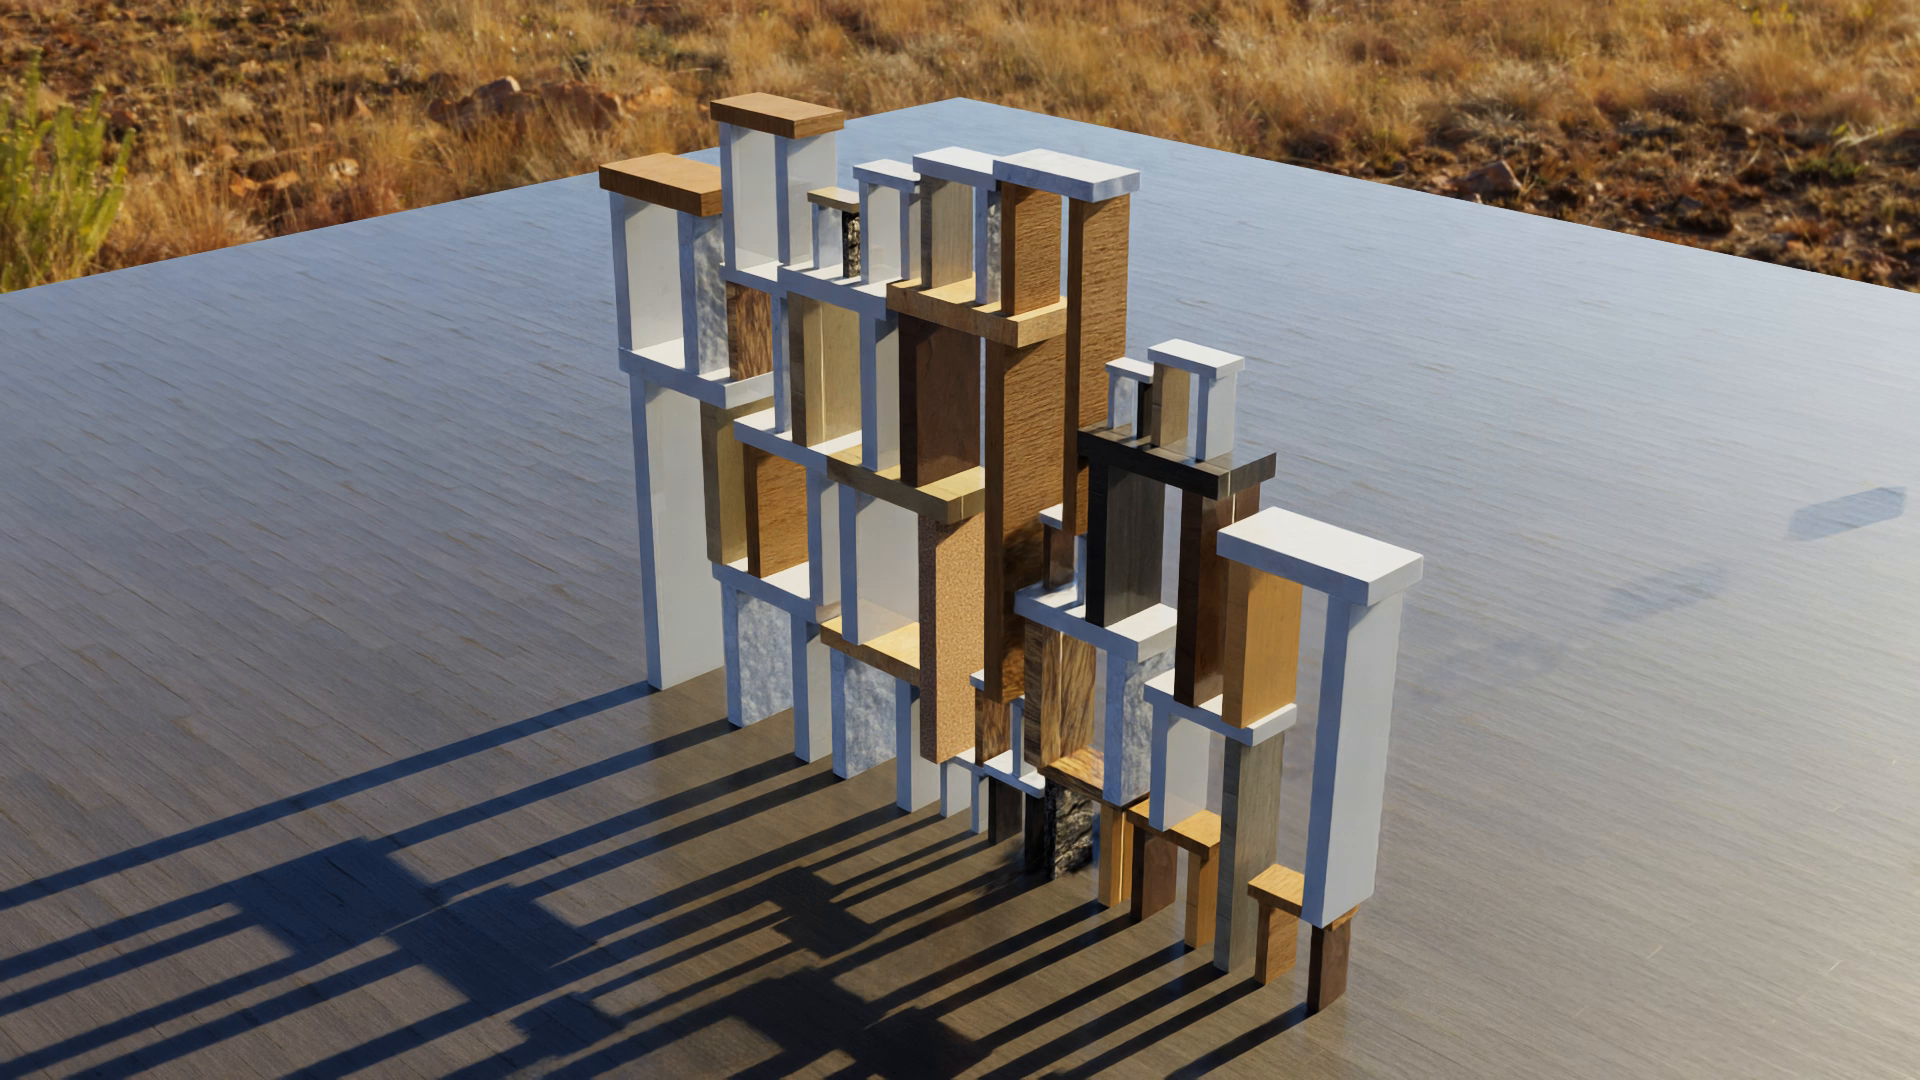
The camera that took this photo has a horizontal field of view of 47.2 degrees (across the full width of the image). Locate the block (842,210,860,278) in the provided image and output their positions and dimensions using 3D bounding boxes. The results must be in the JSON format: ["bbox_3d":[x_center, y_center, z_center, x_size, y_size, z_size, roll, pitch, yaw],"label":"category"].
[{"bbox_3d":[-0.194,-0.568,4.187,0.064,0.129,0.018,-21,31,-40],"label":"block"}]

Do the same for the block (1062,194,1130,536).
[{"bbox_3d":[0.236,-0.307,3.830,0.118,0.608,0.033,-21,31,-40],"label":"block"}]

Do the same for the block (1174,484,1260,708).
[{"bbox_3d":[0.441,0.081,3.780,0.044,0.395,0.156,21,31,41],"label":"block"}]

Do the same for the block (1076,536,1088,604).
[{"bbox_3d":[0.242,0.046,3.989,0.018,0.130,0.065,21,31,40],"label":"block"}]

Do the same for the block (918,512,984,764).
[{"bbox_3d":[-0.002,0.172,4.296,0.169,0.520,0.048,-21,31,-40],"label":"block"}]

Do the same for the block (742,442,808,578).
[{"bbox_3d":[-0.379,-0.080,4.597,0.042,0.293,0.147,21,31,41],"label":"block"}]

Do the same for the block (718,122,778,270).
[{"bbox_3d":[-0.415,-0.696,4.386,0.036,0.295,0.126,21,31,41],"label":"block"}]

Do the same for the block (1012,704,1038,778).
[{"bbox_3d":[0.136,0.376,4.243,0.022,0.152,0.076,21,31,41],"label":"block"}]

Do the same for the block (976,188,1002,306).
[{"bbox_3d":[0.074,-0.534,3.923,0.030,0.209,0.104,21,31,41],"label":"block"}]

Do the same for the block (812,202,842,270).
[{"bbox_3d":[-0.254,-0.592,4.243,0.064,0.129,0.018,-21,31,-40],"label":"block"}]

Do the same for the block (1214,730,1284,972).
[{"bbox_3d":[0.511,0.539,3.893,0.035,0.467,0.122,21,31,41],"label":"block"}]

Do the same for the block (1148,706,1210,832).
[{"bbox_3d":[0.396,0.391,3.956,0.122,0.244,0.035,-21,31,-41],"label":"block"}]

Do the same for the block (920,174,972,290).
[{"bbox_3d":[-0.024,-0.572,4.014,0.030,0.209,0.104,21,31,41],"label":"block"}]

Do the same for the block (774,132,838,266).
[{"bbox_3d":[-0.297,-0.670,4.269,0.126,0.251,0.036,-21,31,-41],"label":"block"}]

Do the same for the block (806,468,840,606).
[{"bbox_3d":[-0.240,-0.026,4.470,0.042,0.293,0.147,21,31,41],"label":"block"}]

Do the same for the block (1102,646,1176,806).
[{"bbox_3d":[0.329,0.321,4.001,0.042,0.300,0.150,21,31,41],"label":"block"}]

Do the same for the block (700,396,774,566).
[{"bbox_3d":[-0.457,-0.142,4.660,0.051,0.359,0.180,21,31,41],"label":"block"}]

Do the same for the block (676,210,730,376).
[{"bbox_3d":[-0.494,-0.526,4.540,0.048,0.339,0.170,21,31,41],"label":"block"}]

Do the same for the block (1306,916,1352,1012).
[{"bbox_3d":[0.643,0.726,3.827,0.025,0.174,0.087,19,30,38],"label":"block"}]

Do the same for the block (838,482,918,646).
[{"bbox_3d":[-0.161,0.026,4.408,0.048,0.338,0.169,21,31,41],"label":"block"}]

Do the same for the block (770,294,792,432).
[{"bbox_3d":[-0.327,-0.366,4.427,0.030,0.284,0.104,21,31,41],"label":"block"}]

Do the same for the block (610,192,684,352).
[{"bbox_3d":[-0.654,-0.588,4.687,0.048,0.339,0.170,21,31,41],"label":"block"}]

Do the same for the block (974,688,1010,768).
[{"bbox_3d":[0.064,0.356,4.313,0.022,0.170,0.076,21,31,41],"label":"block"}]

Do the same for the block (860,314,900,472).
[{"bbox_3d":[-0.119,-0.300,4.225,0.154,0.309,0.044,-21,31,-40],"label":"block"}]

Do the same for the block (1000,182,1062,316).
[{"bbox_3d":[0.125,-0.522,3.862,0.033,0.236,0.118,21,31,41],"label":"block"}]

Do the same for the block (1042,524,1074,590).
[{"bbox_3d":[0.182,0.022,4.045,0.065,0.130,0.018,-21,31,-41],"label":"block"}]

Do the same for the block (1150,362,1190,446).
[{"bbox_3d":[0.357,-0.238,3.728,0.021,0.147,0.073,21,31,41],"label":"block"}]

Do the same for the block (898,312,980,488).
[{"bbox_3d":[-0.037,-0.282,4.149,0.168,0.336,0.048,-21,31,-40],"label":"block"}]

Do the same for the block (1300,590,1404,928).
[{"bbox_3d":[0.650,0.351,3.650,0.043,0.605,0.151,22,31,40],"label":"block"}]

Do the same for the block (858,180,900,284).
[{"bbox_3d":[-0.151,-0.587,4.143,0.083,0.196,0.023,-21,31,-40],"label":"block"}]

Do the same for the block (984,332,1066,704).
[{"bbox_3d":[0.121,-0.047,4.077,0.048,0.713,0.168,21,31,41],"label":"block"}]

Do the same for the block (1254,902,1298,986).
[{"bbox_3d":[0.564,0.694,3.902,0.025,0.174,0.087,21,31,41],"label":"block"}]

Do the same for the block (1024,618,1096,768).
[{"bbox_3d":[0.189,0.265,4.131,0.150,0.300,0.042,-21,31,-41],"label":"block"}]

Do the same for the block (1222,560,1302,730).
[{"bbox_3d":[0.514,0.155,3.725,0.151,0.301,0.043,-21,31,-41],"label":"block"}]

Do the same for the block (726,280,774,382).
[{"bbox_3d":[-0.426,-0.439,4.503,0.104,0.209,0.030,-21,31,-41],"label":"block"}]

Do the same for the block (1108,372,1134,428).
[{"bbox_3d":[0.278,-0.247,3.810,0.014,0.099,0.050,21,31,40],"label":"block"}]

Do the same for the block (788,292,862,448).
[{"bbox_3d":[-0.265,-0.354,4.360,0.044,0.314,0.154,21,31,41],"label":"block"}]

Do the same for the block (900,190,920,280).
[{"bbox_3d":[-0.072,-0.570,4.065,0.083,0.166,0.023,-21,31,-41],"label":"block"}]

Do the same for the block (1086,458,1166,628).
[{"bbox_3d":[0.294,-0.014,3.898,0.156,0.311,0.044,-21,31,-41],"label":"block"}]

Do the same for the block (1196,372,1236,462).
[{"bbox_3d":[0.427,-0.211,3.664,0.021,0.147,0.073,21,31,41],"label":"block"}]

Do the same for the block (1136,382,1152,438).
[{"bbox_3d":[0.325,-0.229,3.767,0.014,0.099,0.050,21,31,40],"label":"block"}]
